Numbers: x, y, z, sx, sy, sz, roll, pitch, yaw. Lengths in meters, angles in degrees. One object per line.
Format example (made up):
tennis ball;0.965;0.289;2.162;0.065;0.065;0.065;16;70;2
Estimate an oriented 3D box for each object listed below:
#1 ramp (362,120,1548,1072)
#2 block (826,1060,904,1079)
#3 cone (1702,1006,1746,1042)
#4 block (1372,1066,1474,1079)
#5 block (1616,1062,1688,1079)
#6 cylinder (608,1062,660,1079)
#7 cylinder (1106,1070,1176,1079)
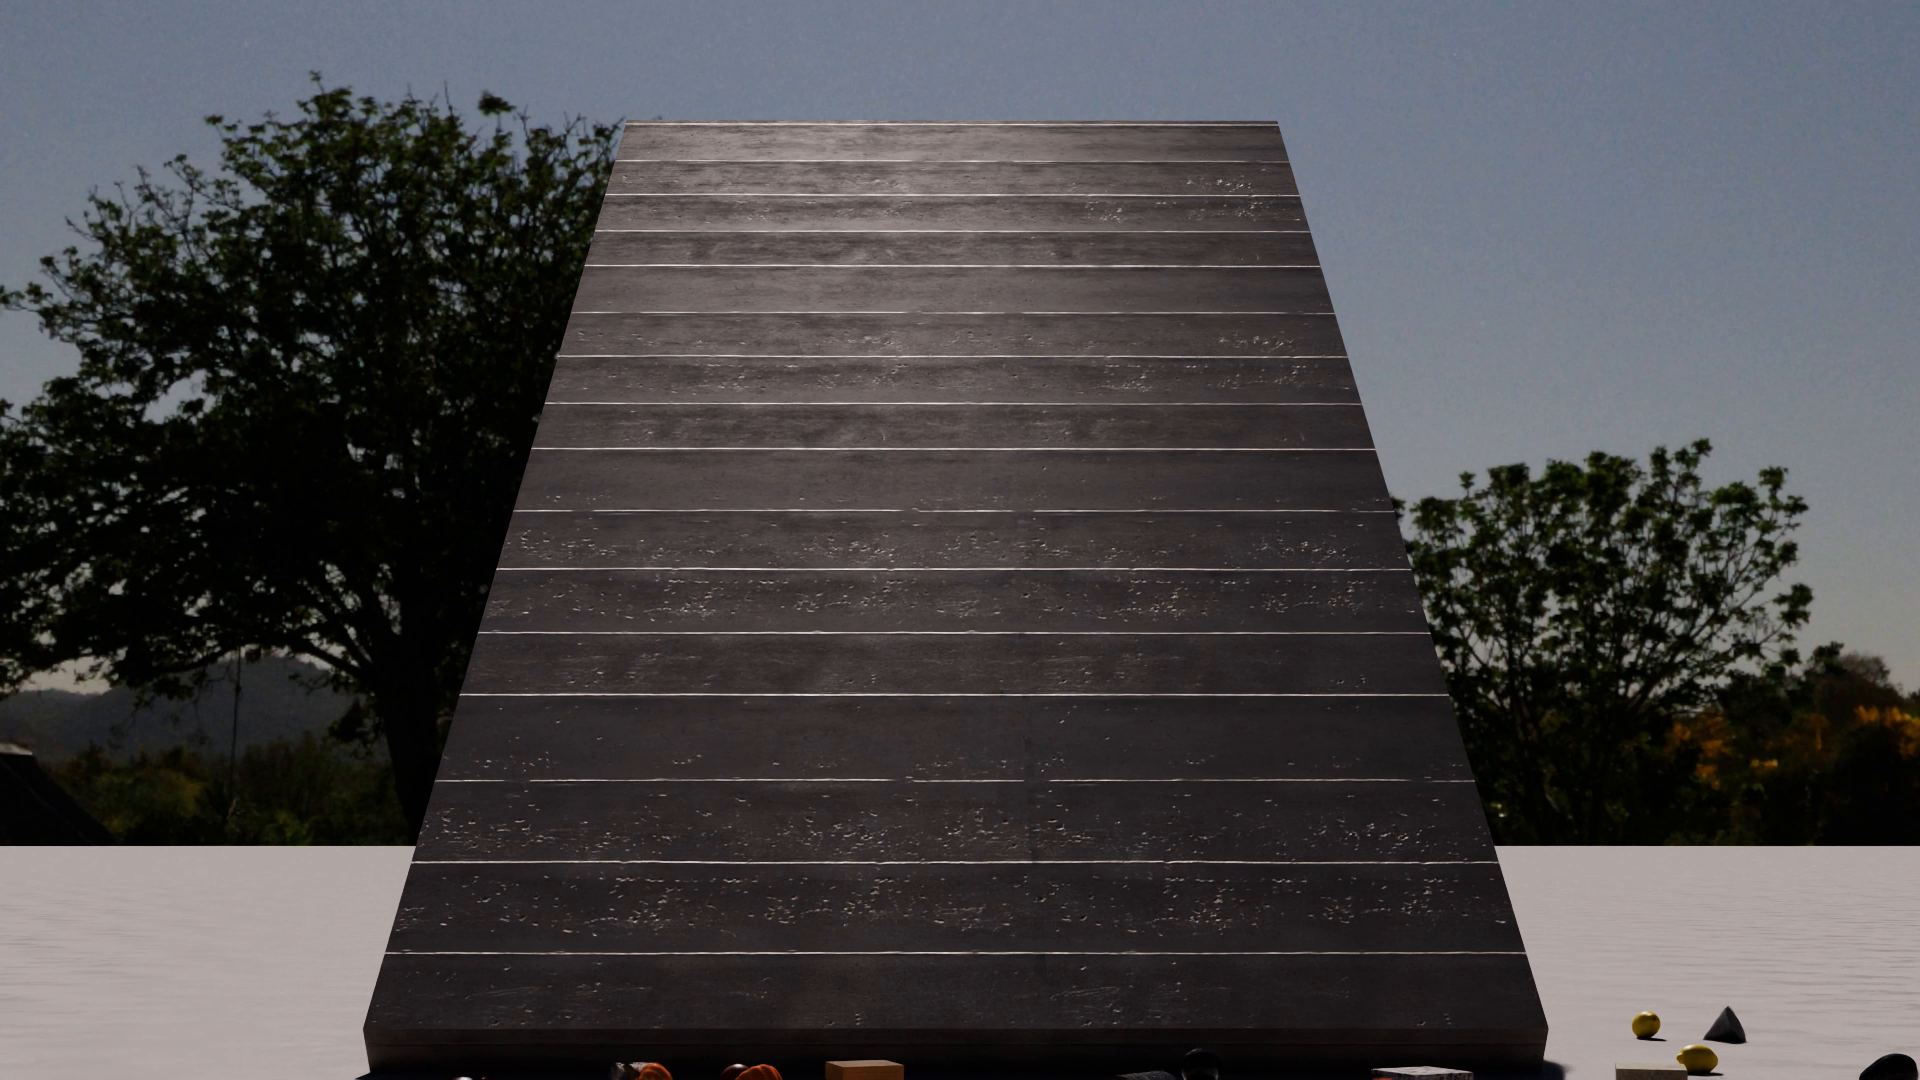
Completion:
ramp;-0.015;-0.191;5.846;2.000;0.100;4.000;0;32;0
block;-0.132;0.767;3.374;0.087;0.087;0.087;2;-7;-19
cone;1.502;0.974;4.839;0.074;0.074;0.074;-33;-21;23
block;0.605;0.741;3.193;0.094;0.094;0.094;3;-8;-26
block;0.931;0.755;3.291;0.091;0.091;0.091;-2;-7;13
cylinder;-0.488;0.815;3.661;0.061;0.061;0.061;4;-8;-27
cylinder;0.235;0.744;3.200;0.090;0.090;0.090;-6;-9;42
